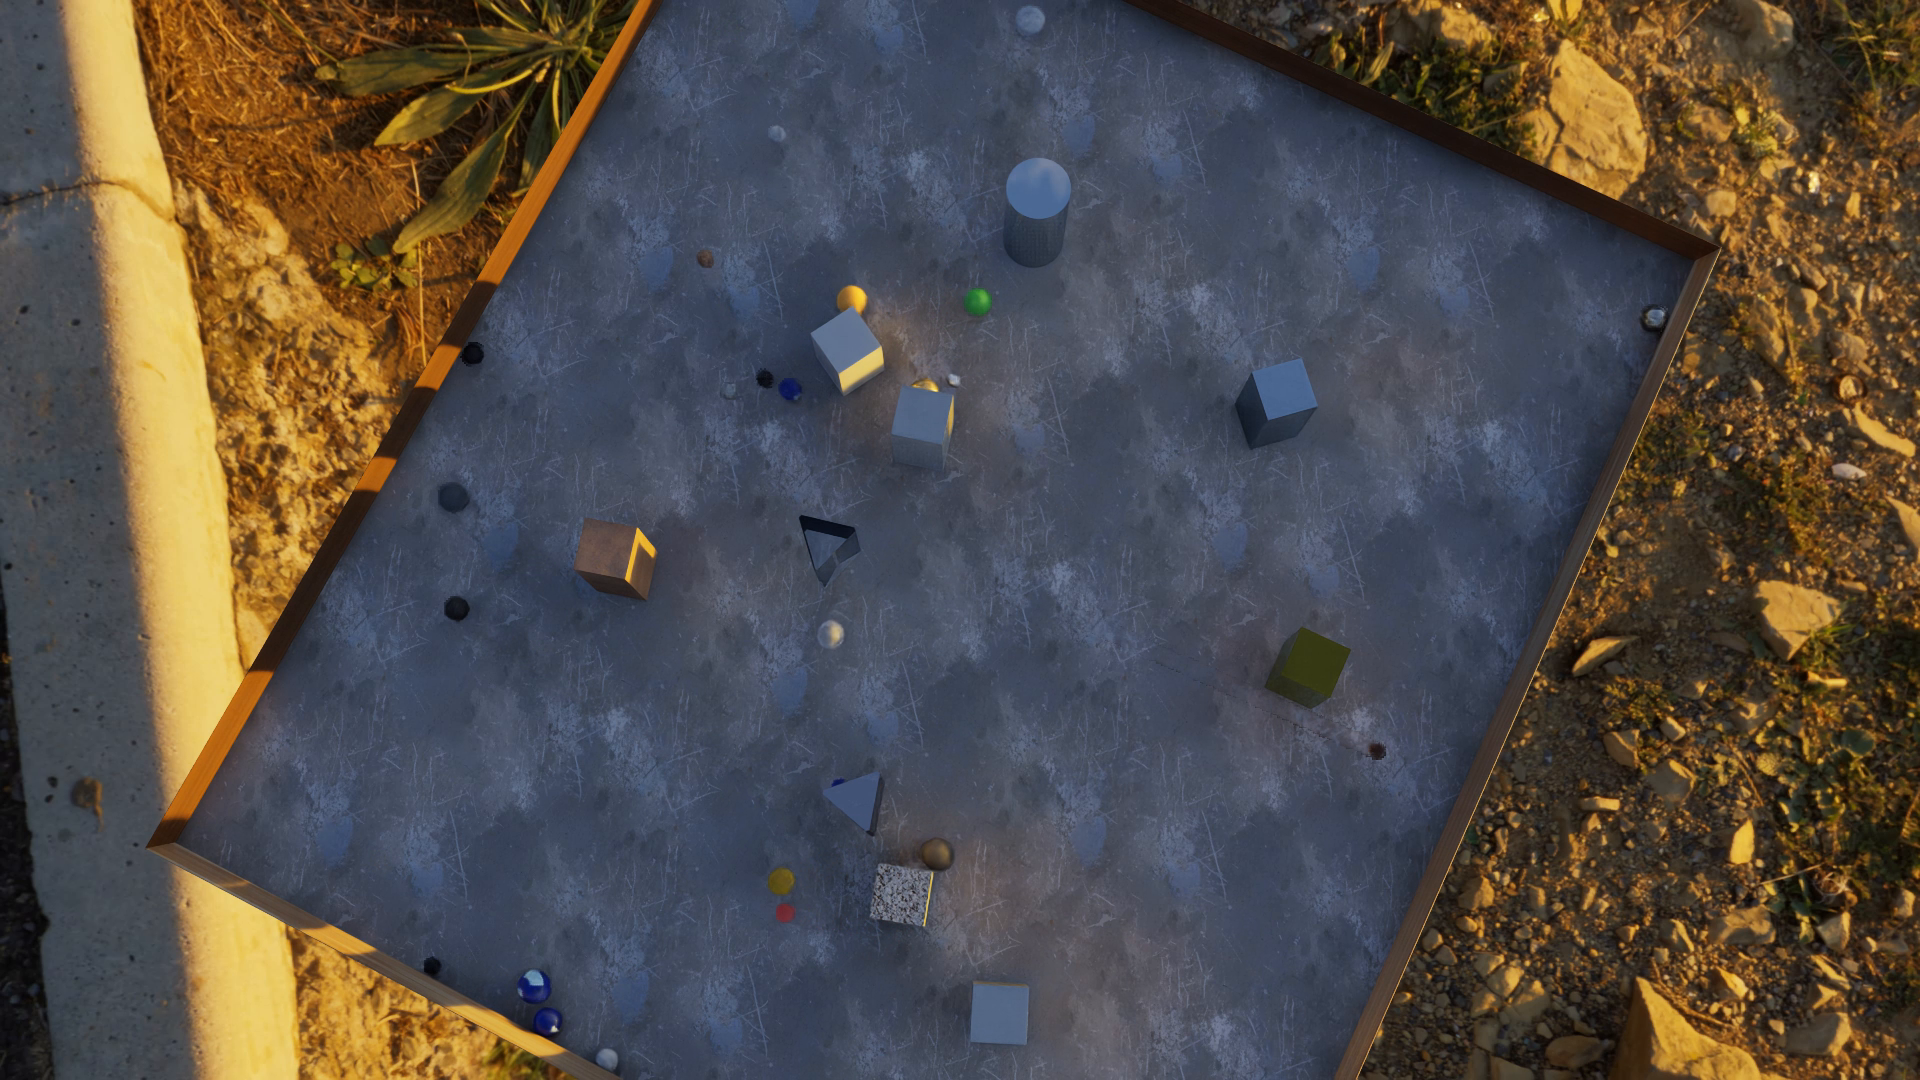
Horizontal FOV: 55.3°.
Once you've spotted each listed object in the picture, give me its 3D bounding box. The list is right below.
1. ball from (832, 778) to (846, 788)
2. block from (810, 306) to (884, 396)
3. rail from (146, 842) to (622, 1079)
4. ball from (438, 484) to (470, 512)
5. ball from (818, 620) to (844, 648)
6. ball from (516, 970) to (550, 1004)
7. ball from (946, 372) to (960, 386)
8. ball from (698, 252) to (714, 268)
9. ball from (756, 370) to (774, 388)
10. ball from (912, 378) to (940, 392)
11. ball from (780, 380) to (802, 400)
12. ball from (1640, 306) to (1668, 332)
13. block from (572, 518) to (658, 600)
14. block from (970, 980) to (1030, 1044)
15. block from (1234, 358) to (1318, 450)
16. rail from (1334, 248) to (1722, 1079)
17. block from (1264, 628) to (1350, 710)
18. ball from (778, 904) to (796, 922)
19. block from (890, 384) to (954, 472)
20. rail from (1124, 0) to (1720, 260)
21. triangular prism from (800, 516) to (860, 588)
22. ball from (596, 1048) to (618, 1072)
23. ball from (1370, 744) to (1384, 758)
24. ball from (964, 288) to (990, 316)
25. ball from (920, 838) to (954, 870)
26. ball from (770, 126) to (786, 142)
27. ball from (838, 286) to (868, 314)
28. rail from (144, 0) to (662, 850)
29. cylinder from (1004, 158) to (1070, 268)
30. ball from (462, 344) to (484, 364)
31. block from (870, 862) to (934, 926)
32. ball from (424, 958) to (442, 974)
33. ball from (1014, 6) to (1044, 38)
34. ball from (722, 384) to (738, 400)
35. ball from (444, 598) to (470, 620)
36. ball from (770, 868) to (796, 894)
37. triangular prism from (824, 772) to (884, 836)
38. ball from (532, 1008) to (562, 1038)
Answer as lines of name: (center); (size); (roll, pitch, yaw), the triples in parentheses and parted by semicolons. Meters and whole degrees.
ball: (-0.358, 0.732, 5.441); (0.047, 0.047, 0.047); (0, 78, 0)
block: (-0.342, -0.576, 5.612); (0.154, 0.243, 0.154); (-34, 80, -7)
rail: (-0.829, 1.630, 5.214); (3.401, 0.125, 0.045); (26, 80, 5)
ball: (-1.546, -0.128, 5.597); (0.090, 0.090, 0.090); (0, 78, 0)
ball: (-0.388, 0.283, 5.516); (0.082, 0.082, 0.082); (0, 78, 0)
ball: (-1.233, 1.292, 5.301); (0.095, 0.095, 0.095); (0, 78, 0)
ball: (-0.024, -0.498, 5.698); (0.042, 0.042, 0.042); (0, 78, 0)
ball: (-0.799, -0.882, 5.772); (0.052, 0.052, 0.052); (0, 78, 0)
ball: (-0.606, -0.501, 5.694); (0.052, 0.052, 0.052); (0, 78, 0)
ball: (-0.109, -0.455, 5.662); (0.095, 0.095, 0.095); (0, 78, 0)
ball: (-0.524, -0.465, 5.678); (0.067, 0.067, 0.067); (0, 78, 0)
ball: (2.165, -0.688, 5.717); (0.083, 0.083, 0.083); (0, 78, 0)
block: (-1.015, 0.060, 5.419); (0.154, 0.363, 0.154); (11, 79, 2)
block: (0.109, 1.332, 5.179); (0.154, 0.318, 0.154); (3, 78, 1)
block: (0.950, -0.407, 5.525); (0.154, 0.344, 0.154); (-16, 79, -3)
rail: (1.500, 0.741, 5.398); (0.045, 0.125, 3.755); (26, 80, 5)
block: (1.019, 0.379, 5.388); (0.154, 0.294, 0.154); (25, 79, 5)
ball: (-0.508, 1.093, 5.362); (0.055, 0.055, 0.055); (0, 78, 0)
block: (-0.111, -0.334, 5.518); (0.154, 0.327, 0.154); (12, 79, 2)
rail: (0.829, -1.617, 5.886); (3.401, 0.125, 0.045); (26, 80, 5)
triangular prism: (-0.412, 0.010, 5.454); (0.144, 0.314, 0.166); (43, 81, 8)
ball: (-1.016, 1.497, 5.273); (0.065, 0.065, 0.065); (0, 78, 0)
ball: (1.242, 0.628, 5.465); (0.042, 0.042, 0.042); (0, 78, 0)
ball: (0.053, -0.743, 5.726); (0.086, 0.086, 0.086); (0, 78, 0)
ball: (-0.067, 0.921, 5.377); (0.096, 0.096, 0.096); (0, 78, 0)
ball: (-0.584, -1.298, 5.860); (0.050, 0.050, 0.050); (0, 78, 0)
ball: (-0.336, -0.745, 5.722); (0.095, 0.095, 0.095); (0, 78, 0)
rail: (-1.500, -0.728, 5.702); (0.045, 0.125, 3.755); (26, 80, 5)
cylinder: (0.232, -0.997, 5.612); (0.192, 0.412, 0.192); (0, 78, 0)
ball: (-1.517, -0.578, 5.704); (0.062, 0.062, 0.062); (0, 78, 0)
block: (-0.166, 1.022, 5.274); (0.154, 0.256, 0.154); (9, 78, 2)
ball: (-1.534, 1.242, 5.336); (0.046, 0.046, 0.046); (0, 78, 0)
ball: (0.225, -1.671, 5.913); (0.096, 0.096, 0.096); (0, 78, 0)
ball: (-0.713, -0.458, 5.685); (0.052, 0.052, 0.052); (0, 78, 0)
ball: (-1.520, 0.209, 5.537); (0.071, 0.071, 0.071); (0, 78, 0)
ball: (-0.520, 0.999, 5.370); (0.078, 0.078, 0.078); (0, 78, 0)
triangular prism: (-0.273, 0.737, 5.281); (0.166, 0.358, 0.144); (40, 81, 8)
ball: (-1.190, 1.391, 5.286); (0.085, 0.085, 0.085); (0, 78, 0)
